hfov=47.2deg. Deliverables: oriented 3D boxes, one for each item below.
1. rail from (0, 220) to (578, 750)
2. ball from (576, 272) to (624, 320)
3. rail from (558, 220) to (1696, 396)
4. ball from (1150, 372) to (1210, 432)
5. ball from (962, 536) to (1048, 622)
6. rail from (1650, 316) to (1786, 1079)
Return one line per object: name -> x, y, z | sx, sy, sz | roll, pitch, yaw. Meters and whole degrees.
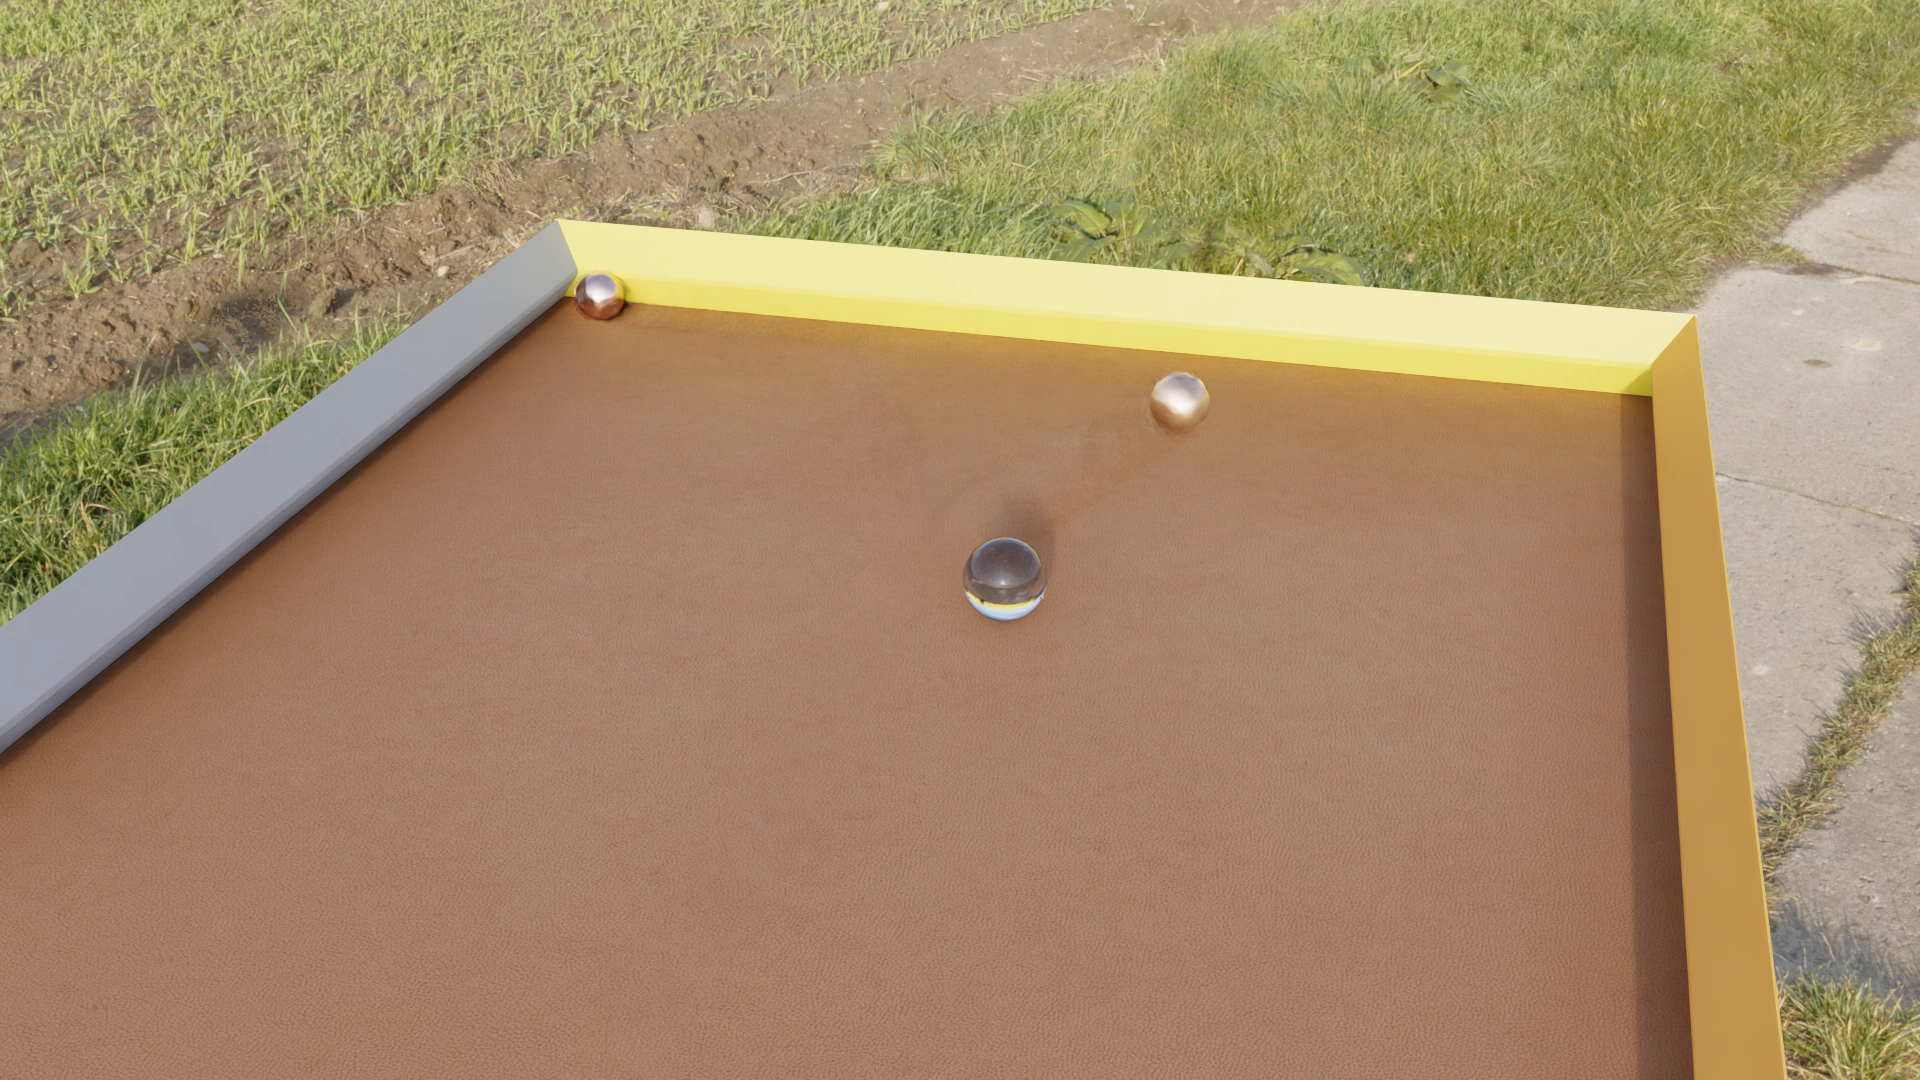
rail -> -0.843, 0.191, 1.776 | 0.045, 0.105, 2.649 | 7, 27, 13
ball -> -0.468, -0.317, 2.859 | 0.064, 0.064, 0.064 | 0, 26, 0
rail -> 0.160, -0.287, 2.749 | 1.445, 0.105, 0.045 | 7, 27, 13
ball -> 0.253, -0.158, 2.530 | 0.069, 0.069, 0.069 | 0, 26, 0
ball -> 0.043, 0.037, 2.117 | 0.081, 0.081, 0.081 | 0, 26, 0
rail -> 0.511, 0.346, 1.461 | 0.045, 0.105, 2.649 | 7, 27, 13
